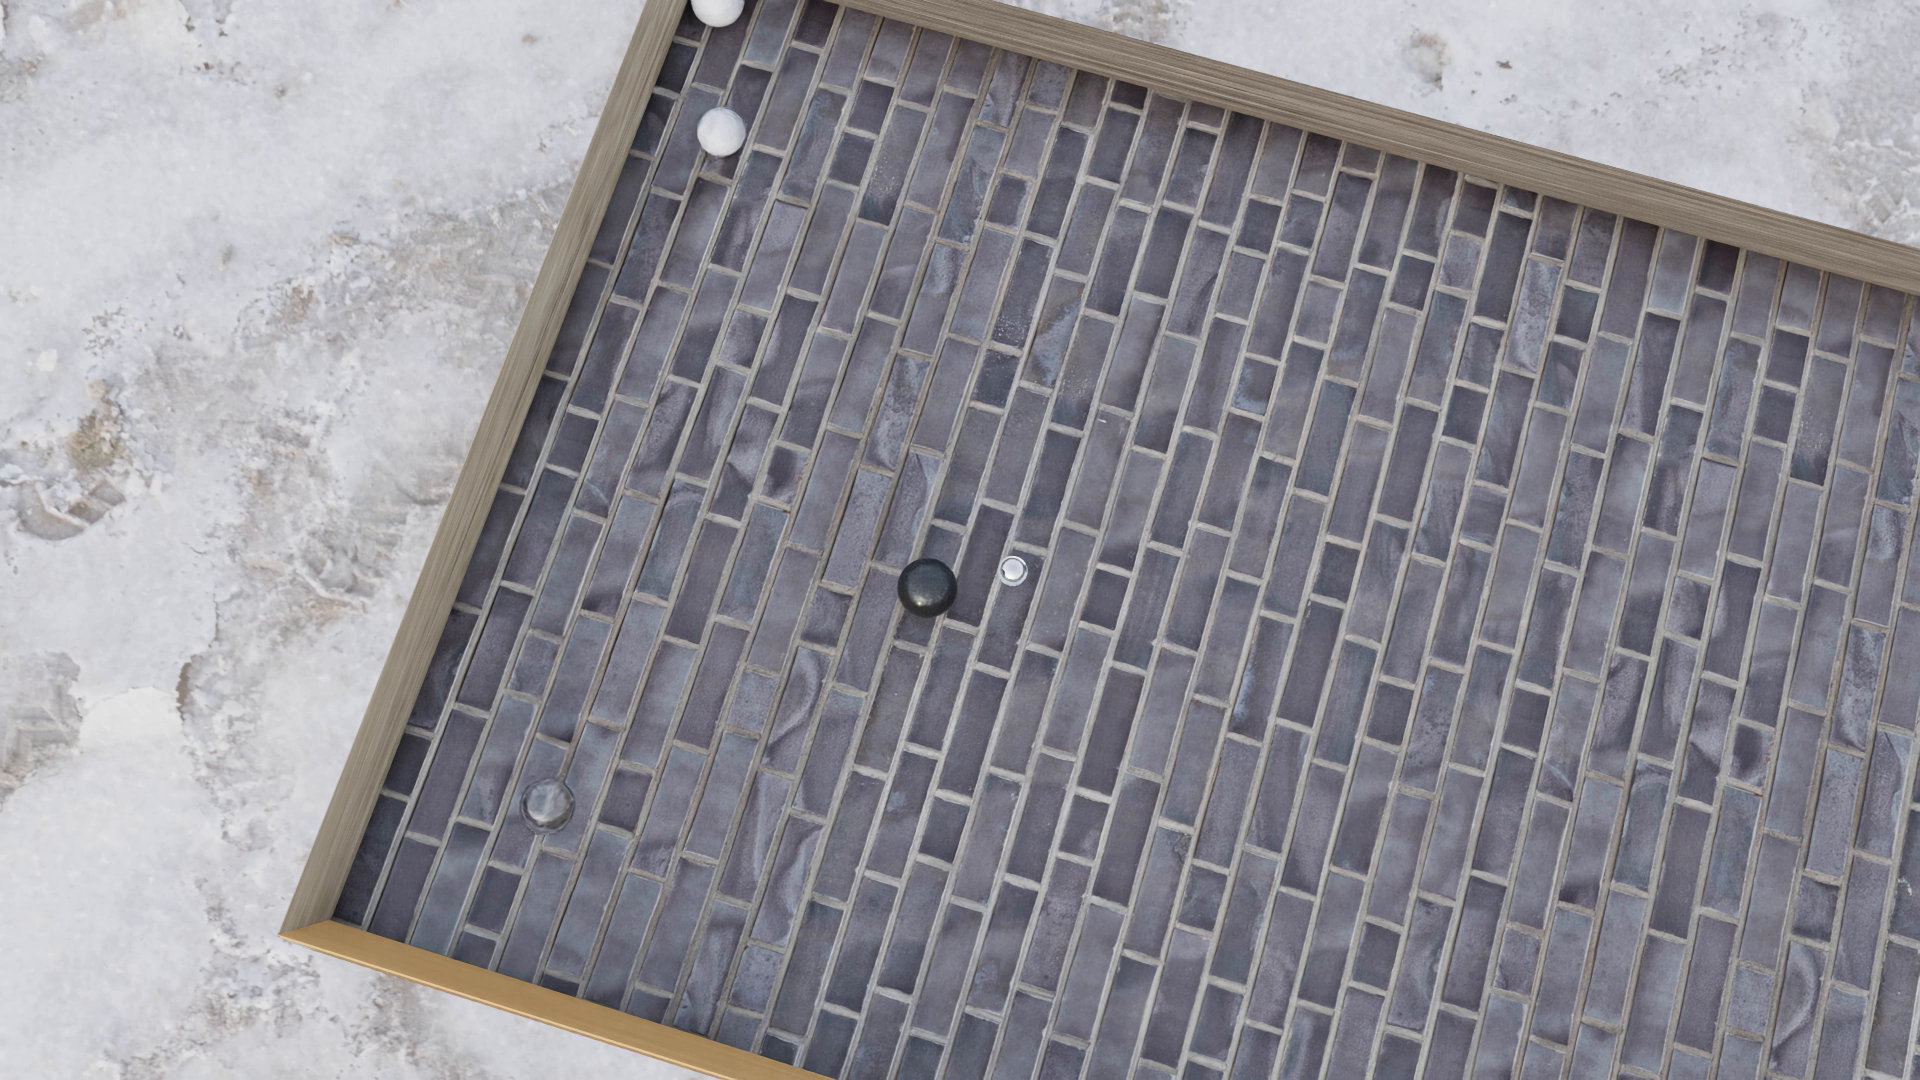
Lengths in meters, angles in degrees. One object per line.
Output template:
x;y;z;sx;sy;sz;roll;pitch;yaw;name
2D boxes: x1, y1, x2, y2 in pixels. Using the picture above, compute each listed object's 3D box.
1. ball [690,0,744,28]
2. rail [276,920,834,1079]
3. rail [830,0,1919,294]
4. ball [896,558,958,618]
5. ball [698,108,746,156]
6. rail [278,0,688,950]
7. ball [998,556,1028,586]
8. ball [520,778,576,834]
-0.404;-0.900;3.662;0.090;0.090;0.090;0;73;0;ball
0.470;0.976;3.056;2.998;0.120;0.045;16;73;5;rail
0.964;-0.572;3.542;2.998;0.120;0.045;16;73;5;rail
-0.050;0.073;3.355;0.093;0.093;0.093;0;73;0;ball
-0.390;-0.667;3.594;0.079;0.079;0.079;0;73;0;ball
-0.694;-0.209;3.428;0.045;0.120;1.744;16;73;5;rail
0.081;0.048;3.387;0.046;0.046;0.046;0;73;0;ball
-0.612;0.394;3.260;0.082;0.082;0.082;0;73;0;ball
